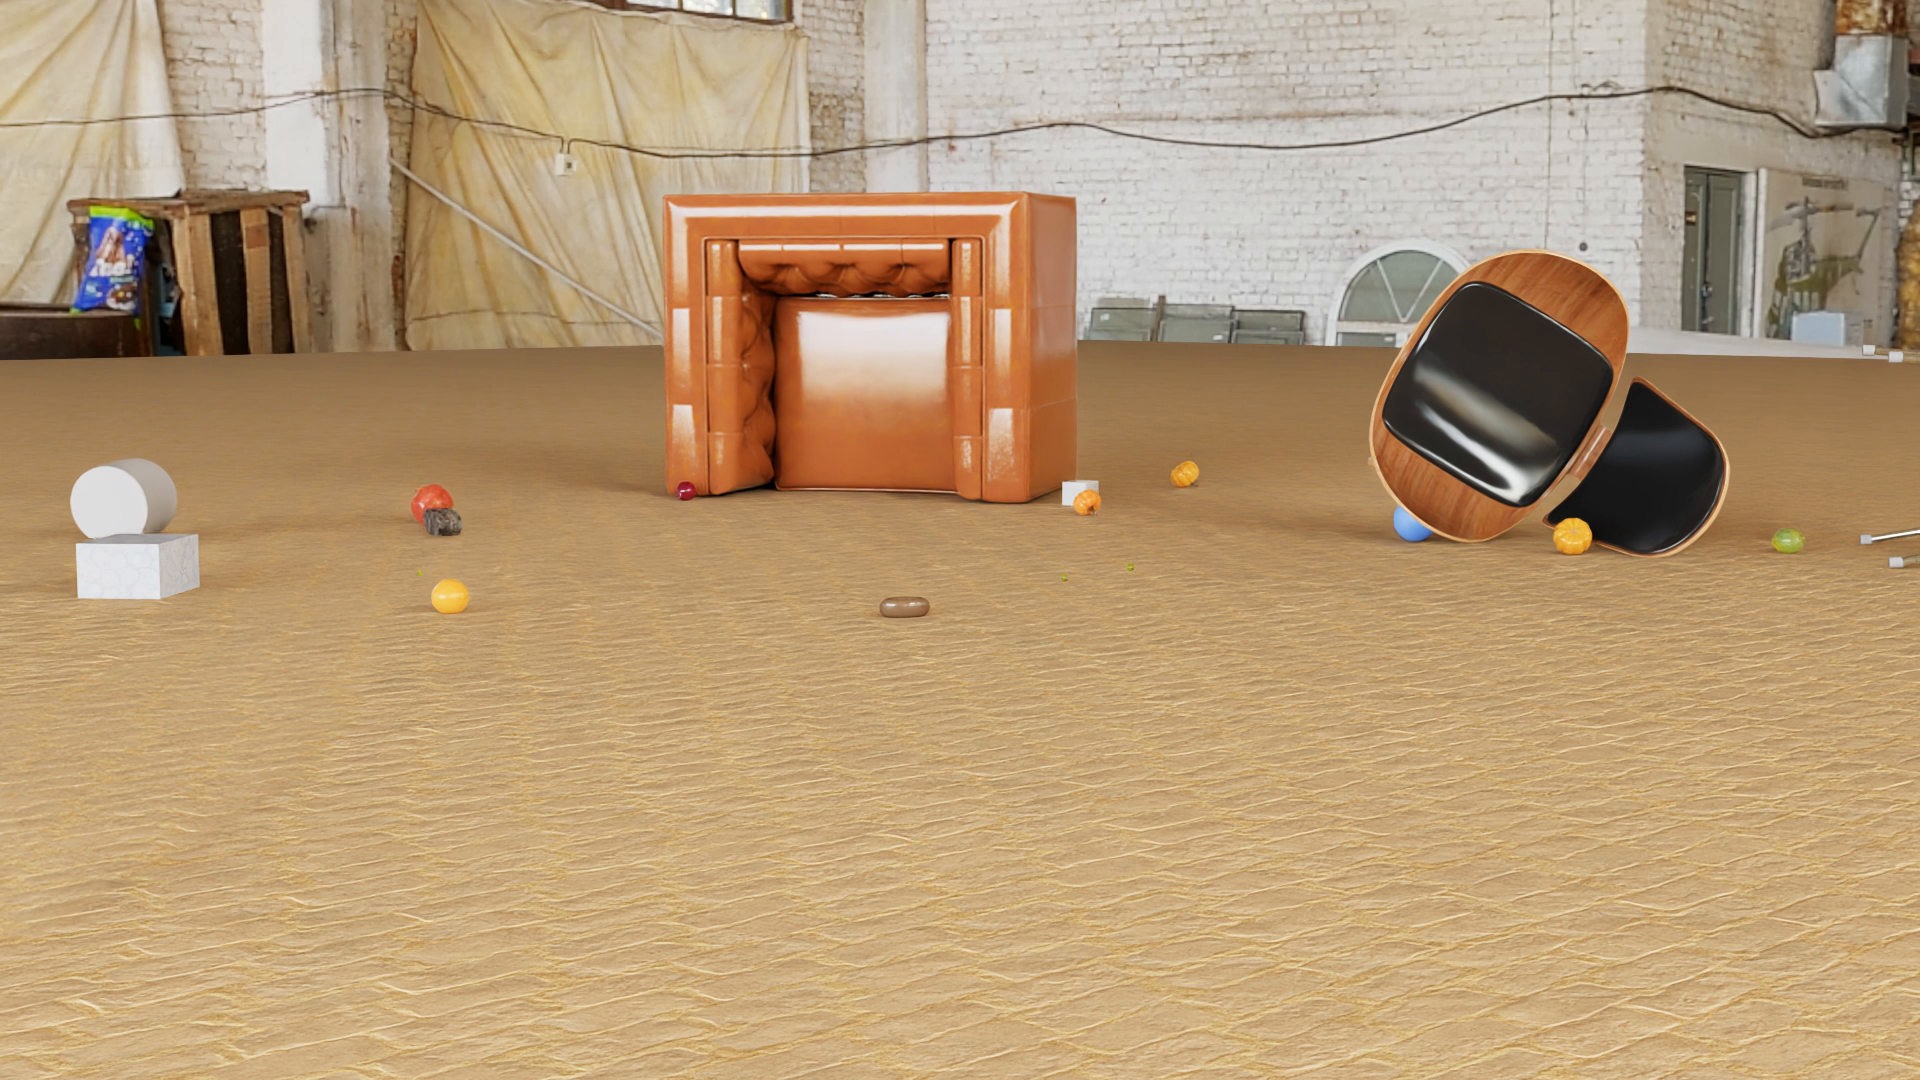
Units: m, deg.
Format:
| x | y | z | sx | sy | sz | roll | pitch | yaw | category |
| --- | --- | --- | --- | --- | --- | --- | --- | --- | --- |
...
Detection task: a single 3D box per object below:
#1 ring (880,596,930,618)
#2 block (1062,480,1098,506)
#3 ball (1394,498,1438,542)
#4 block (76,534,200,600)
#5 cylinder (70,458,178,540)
| x | y | z | sx | sy | sz | roll | pitch | yaw | category |
| --- | --- | --- | --- | --- | --- | --- | --- | --- | --- |
| -0.107 | 0.130 | 4.975 | 0.101 | 0.036 | 0.053 | -2 | 8 | -14 | ring |
| 0.348 | -0.136 | 7.414 | 0.075 | 0.066 | 0.084 | 3 | 7 | 28 | block |
| 1.132 | -0.050 | 6.368 | 0.109 | 0.109 | 0.109 | 0 | 6 | 0 | ball |
| -1.711 | 0.053 | 5.349 | 0.173 | 0.112 | 0.213 | 0 | 6 | 5 | block |
| -2.081 | -0.096 | 6.395 | 0.183 | 0.199 | 0.257 | -28 | 6 | 2 | cylinder |
